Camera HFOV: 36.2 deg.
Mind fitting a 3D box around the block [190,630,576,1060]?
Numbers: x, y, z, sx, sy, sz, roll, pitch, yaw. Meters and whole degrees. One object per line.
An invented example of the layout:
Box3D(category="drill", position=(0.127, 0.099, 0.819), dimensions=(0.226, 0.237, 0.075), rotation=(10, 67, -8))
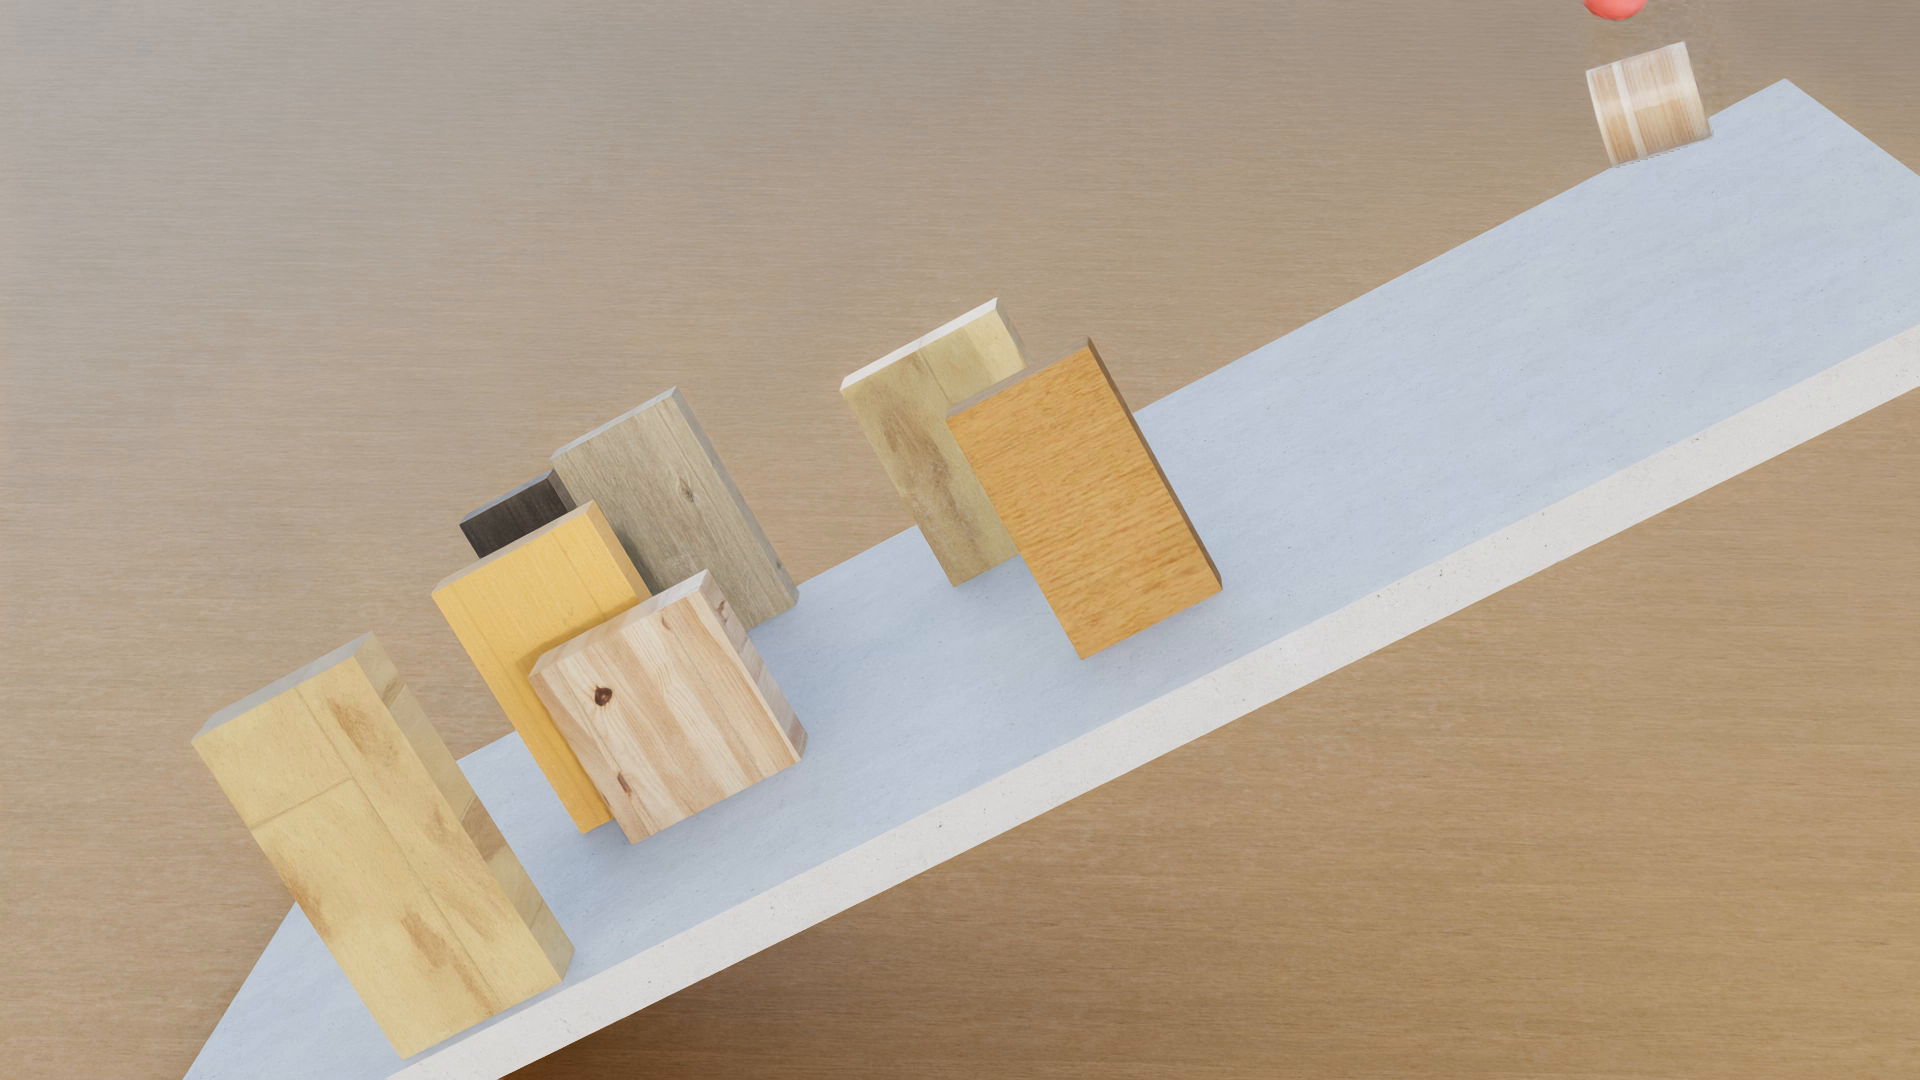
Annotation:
Box3D(category="block", position=(-1.082, 0.581, 5.558), dimensions=(0.361, 0.739, 0.140), rotation=(-27, 14, 11))

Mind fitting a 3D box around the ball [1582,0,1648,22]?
Box3D(category="ball", position=(1.329, -1.125, 5.965), dimensions=(0.144, 0.144, 0.144), rotation=(0, 18, 0))

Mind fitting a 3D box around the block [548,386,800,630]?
Box3D(category="block", position=(-0.694, -0.030, 7.185), dimensions=(0.346, 0.601, 0.094), rotation=(-27, 14, 11))

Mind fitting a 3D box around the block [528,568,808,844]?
Box3D(category="block", position=(-0.599, 0.346, 6.073), dimensions=(0.407, 0.418, 0.136), rotation=(-27, 14, 11))

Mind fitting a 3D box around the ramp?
Box3D(category="ramp", position=(0.141, 0.167, 6.282), dimensions=(4.000, 0.100, 2.000), rotation=(-27, 14, 11))

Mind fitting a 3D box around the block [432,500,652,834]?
Box3D(category="block", position=(-0.796, 0.275, 6.293), dimensions=(0.385, 0.620, 0.096), rotation=(-27, 14, 11))

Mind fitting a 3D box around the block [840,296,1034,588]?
Box3D(category="block", position=(0.034, -0.215, 6.547), dimensions=(0.390, 0.518, 0.114), rotation=(-27, 14, 11))

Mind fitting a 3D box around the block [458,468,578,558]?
Box3D(category="block", position=(-0.910, 0.157, 6.937), dimensions=(0.243, 0.615, 0.081), rotation=(-27, 14, 11))

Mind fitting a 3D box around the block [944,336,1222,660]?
Box3D(category="block", position=(0.239, -0.077, 5.614), dimensions=(0.305, 0.543, 0.087), rotation=(-27, 14, 11))

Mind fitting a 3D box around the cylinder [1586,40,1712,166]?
Box3D(category="cylinder", position=(1.366, -0.865, 5.831), dimensions=(0.197, 0.197, 0.197), rotation=(-16, 13, 17))
